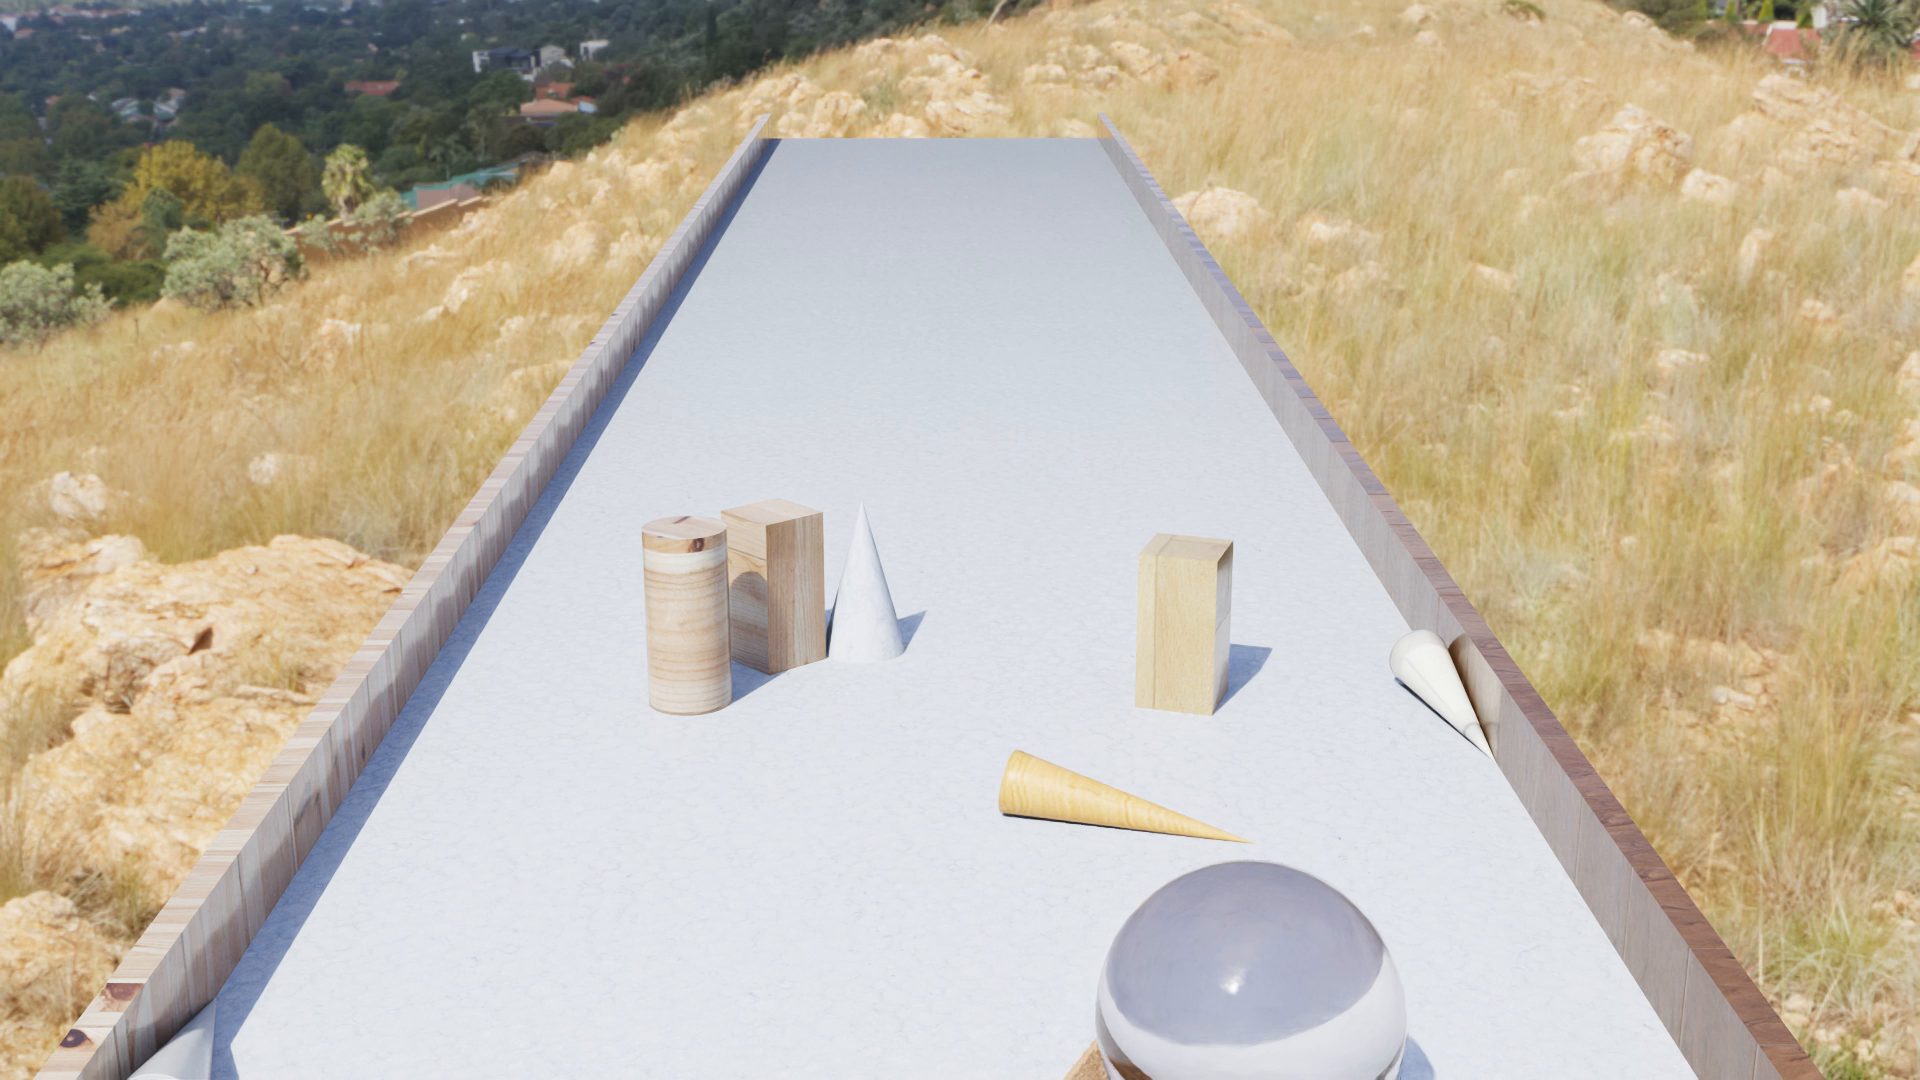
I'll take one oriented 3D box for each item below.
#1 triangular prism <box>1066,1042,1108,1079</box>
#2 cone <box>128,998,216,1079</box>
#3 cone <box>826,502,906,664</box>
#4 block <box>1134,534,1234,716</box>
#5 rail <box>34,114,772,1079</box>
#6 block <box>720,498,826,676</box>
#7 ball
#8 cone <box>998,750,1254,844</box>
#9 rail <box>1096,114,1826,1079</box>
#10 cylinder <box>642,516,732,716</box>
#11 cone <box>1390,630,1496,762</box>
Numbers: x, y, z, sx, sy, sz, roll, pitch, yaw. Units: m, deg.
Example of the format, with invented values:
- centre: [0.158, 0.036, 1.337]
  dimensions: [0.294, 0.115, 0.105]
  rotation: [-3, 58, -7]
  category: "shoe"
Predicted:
- centre: [0.105, 0.715, 2.596]
  dimensions: [0.141, 0.122, 0.392]
  rotation: [8, 18, 24]
  category: "triangular prism"
- centre: [-1.006, 0.671, 2.865]
  dimensions: [0.123, 0.123, 0.439]
  rotation: [-3, 9, -9]
  category: "cone"
- centre: [-0.196, 0.070, 4.435]
  dimensions: [0.172, 0.317, 0.172]
  rotation: [0, 17, 0]
  category: "cone"
- centre: [0.425, 0.158, 4.164]
  dimensions: [0.149, 0.303, 0.149]
  rotation: [5, 17, 18]
  category: "block"
- centre: [-1.118, -0.838, 7.780]
  dimensions: [0.050, 0.150, 12.000]
  rotation: [0, 17, -1]
  category: "rail"
- centre: [-0.371, 0.091, 4.382]
  dimensions: [0.144, 0.307, 0.144]
  rotation: [-15, 22, -40]
  category: "block"
- centre: [0.348, 0.573, 2.646]
  dimensions: [0.373, 0.373, 0.373]
  rotation: [0, 17, 0]
  category: "ball"
- centre: [0.283, 0.448, 3.623]
  dimensions: [0.427, 0.109, 0.109]
  rotation: [13, 19, 15]
  category: "cone"
- centre: [0.932, -0.844, 7.801]
  dimensions: [0.050, 0.150, 12.000]
  rotation: [0, 17, -1]
  category: "rail"
- centre: [-0.514, 0.142, 4.145]
  dimensions: [0.158, 0.345, 0.158]
  rotation: [0, 17, 0]
  category: "cylinder"
- centre: [0.919, 0.311, 4.081]
  dimensions: [0.116, 0.116, 0.411]
  rotation: [-2, 25, -8]
  category: "cone"
